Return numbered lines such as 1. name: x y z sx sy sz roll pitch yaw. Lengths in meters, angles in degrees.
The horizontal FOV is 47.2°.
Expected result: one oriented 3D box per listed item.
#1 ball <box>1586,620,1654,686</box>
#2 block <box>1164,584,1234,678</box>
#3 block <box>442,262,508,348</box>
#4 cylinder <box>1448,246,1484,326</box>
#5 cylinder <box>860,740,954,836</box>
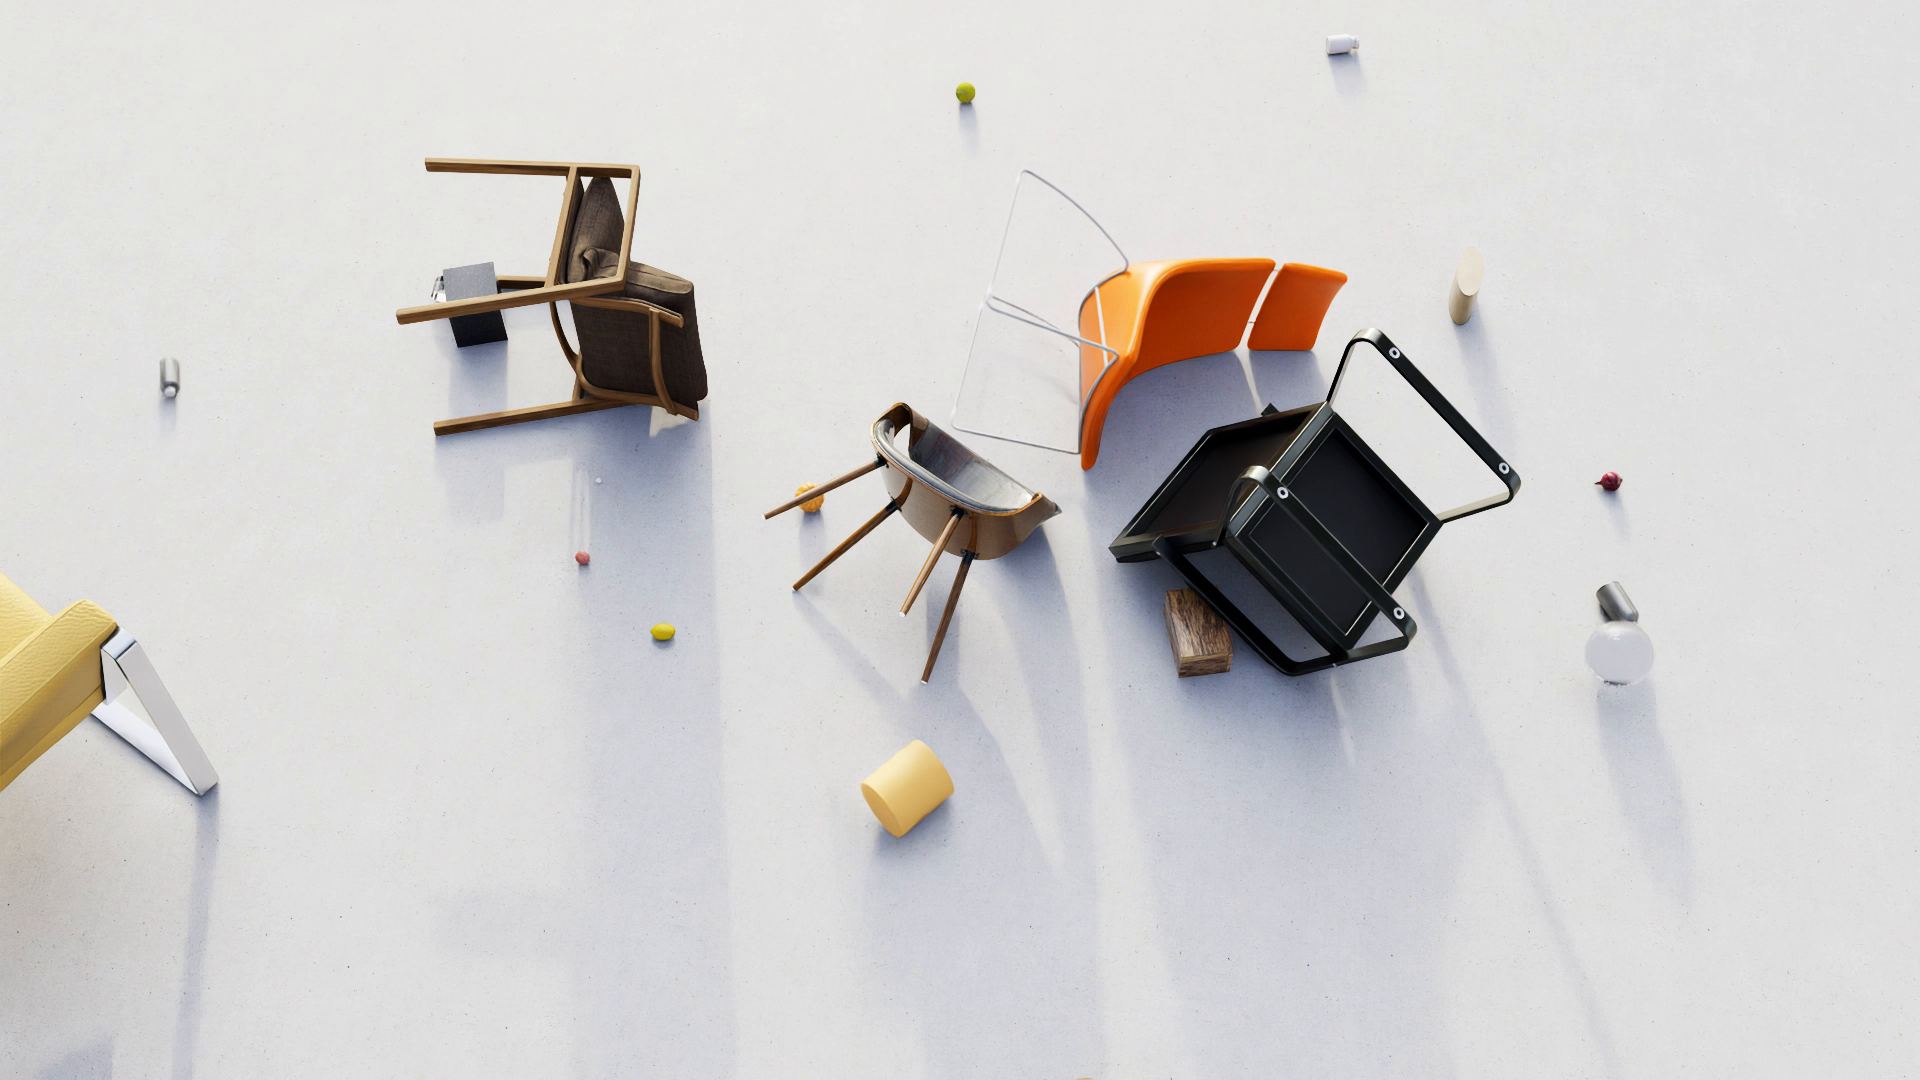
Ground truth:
1. ball: 1.873 0.322 6.245 0.188 0.188 0.188 0 56 0
2. block: 0.684 0.263 6.326 0.150 0.119 0.224 -7 56 -5
3. block: -1.535 -0.745 6.969 0.160 0.175 0.180 -10 57 -7
4. cylinder: 1.618 -0.812 7.030 0.083 0.147 0.208 10 57 6
5. cylinder: -0.144 0.678 6.016 0.195 0.189 0.147 -38 23 -22
